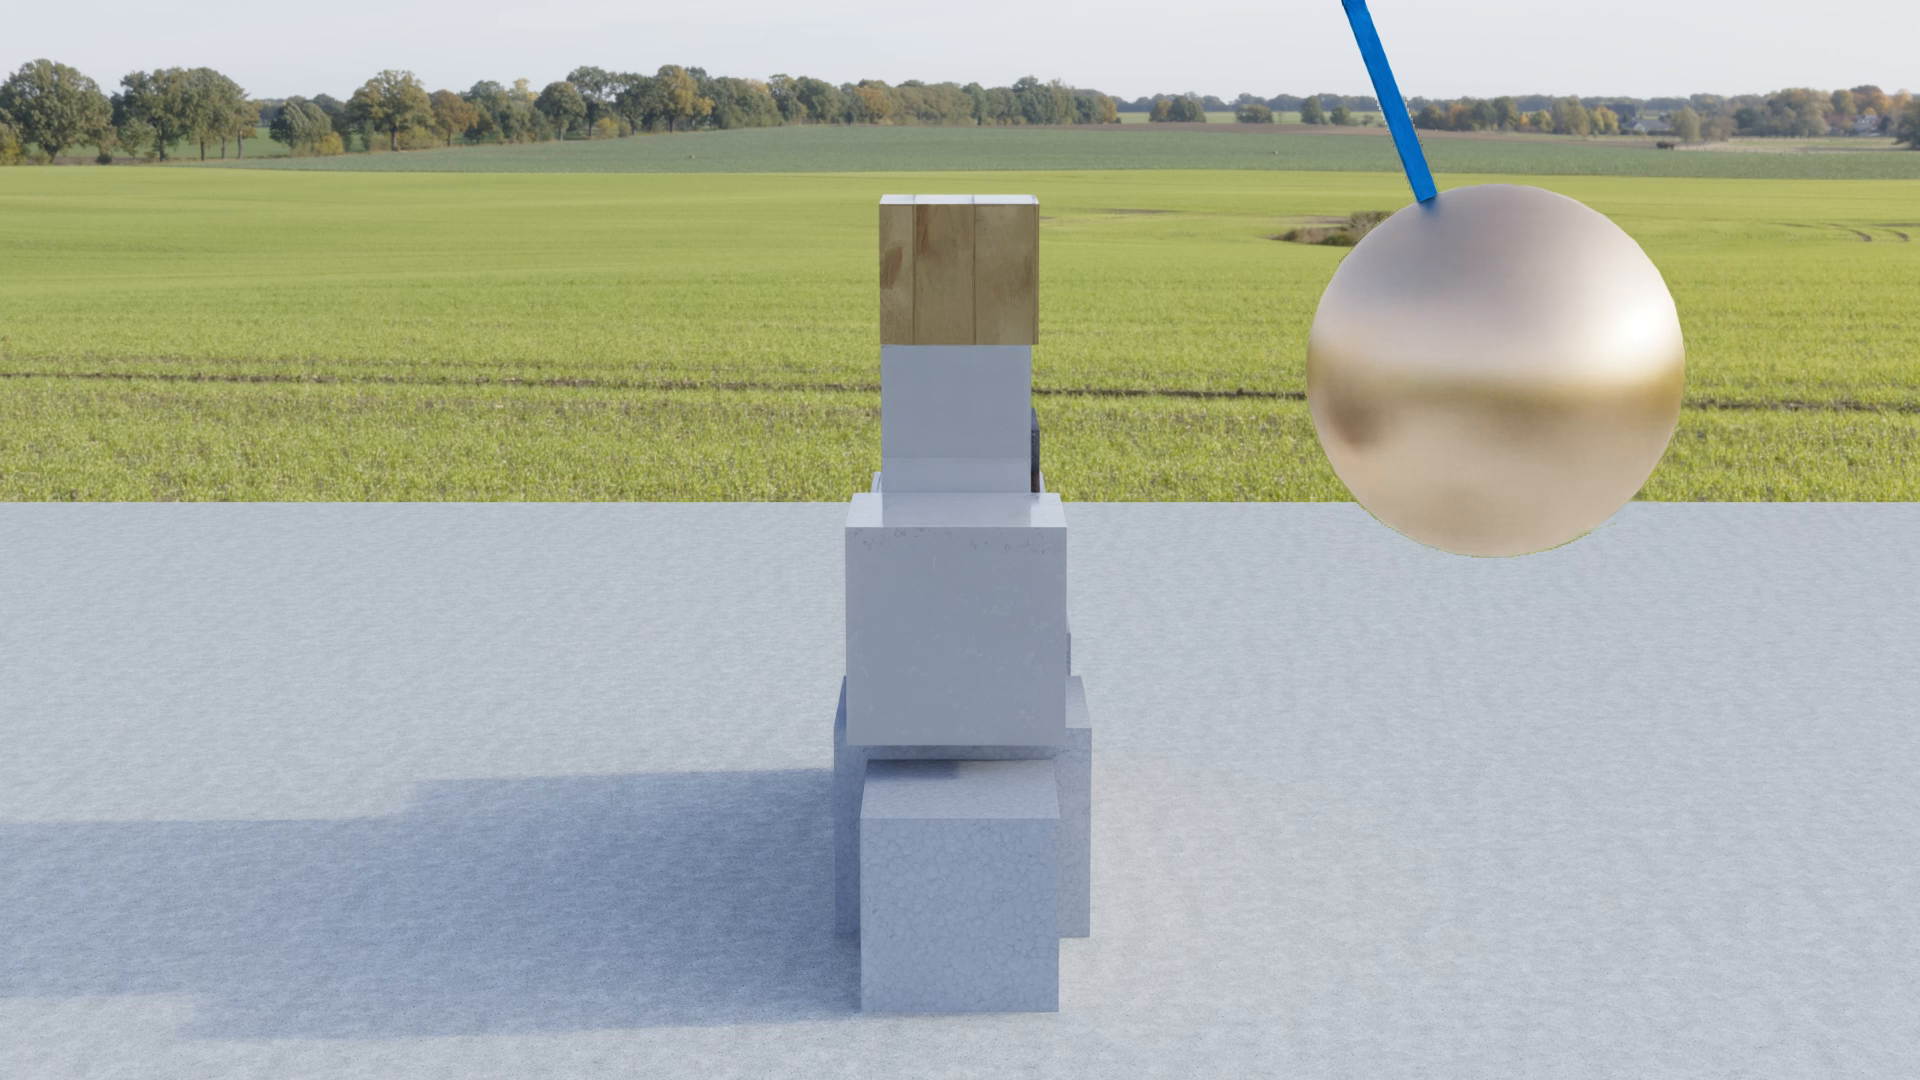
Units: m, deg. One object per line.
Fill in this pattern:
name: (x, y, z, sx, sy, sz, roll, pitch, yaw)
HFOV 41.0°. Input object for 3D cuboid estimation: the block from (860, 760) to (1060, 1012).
block: (0.000, 1.340, 10.071, 0.749, 0.761, 0.843, 0, 10, 0)

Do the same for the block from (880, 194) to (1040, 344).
block: (-0.003, -1.160, 10.947, 0.662, 0.584, 0.613, 0, 11, 0)

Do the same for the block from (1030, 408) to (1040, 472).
block: (0.003, -0.143, 11.939, 0.708, 0.852, 0.797, 0, 10, 0)

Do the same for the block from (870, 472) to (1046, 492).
block: (-0.008, 0.085, 11.207, 0.749, 0.665, 0.696, 0, 11, 0)

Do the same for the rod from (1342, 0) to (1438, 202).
rod: (0.994, -3.820, 10.486, 0.080, 5.200, 0.080, -22, 10, 4)

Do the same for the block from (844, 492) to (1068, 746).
block: (-0.015, 0.306, 10.467, 0.865, 0.875, 0.829, 0, 10, 0)

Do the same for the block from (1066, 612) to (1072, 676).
block: (0.008, 0.844, 11.906, 0.961, 1.079, 1.061, 0, 10, 0)

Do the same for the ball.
ball: (2.295, -0.730, 11.048, 1.600, 1.600, 1.600, 0, 10, 0)

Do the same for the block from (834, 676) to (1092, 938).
block: (0.011, 1.117, 10.937, 1.048, 0.889, 0.923, 0, 10, 0)

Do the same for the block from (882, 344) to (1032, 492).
block: (-0.015, -0.556, 11.066, 0.626, 0.648, 0.665, 0, 11, 0)
